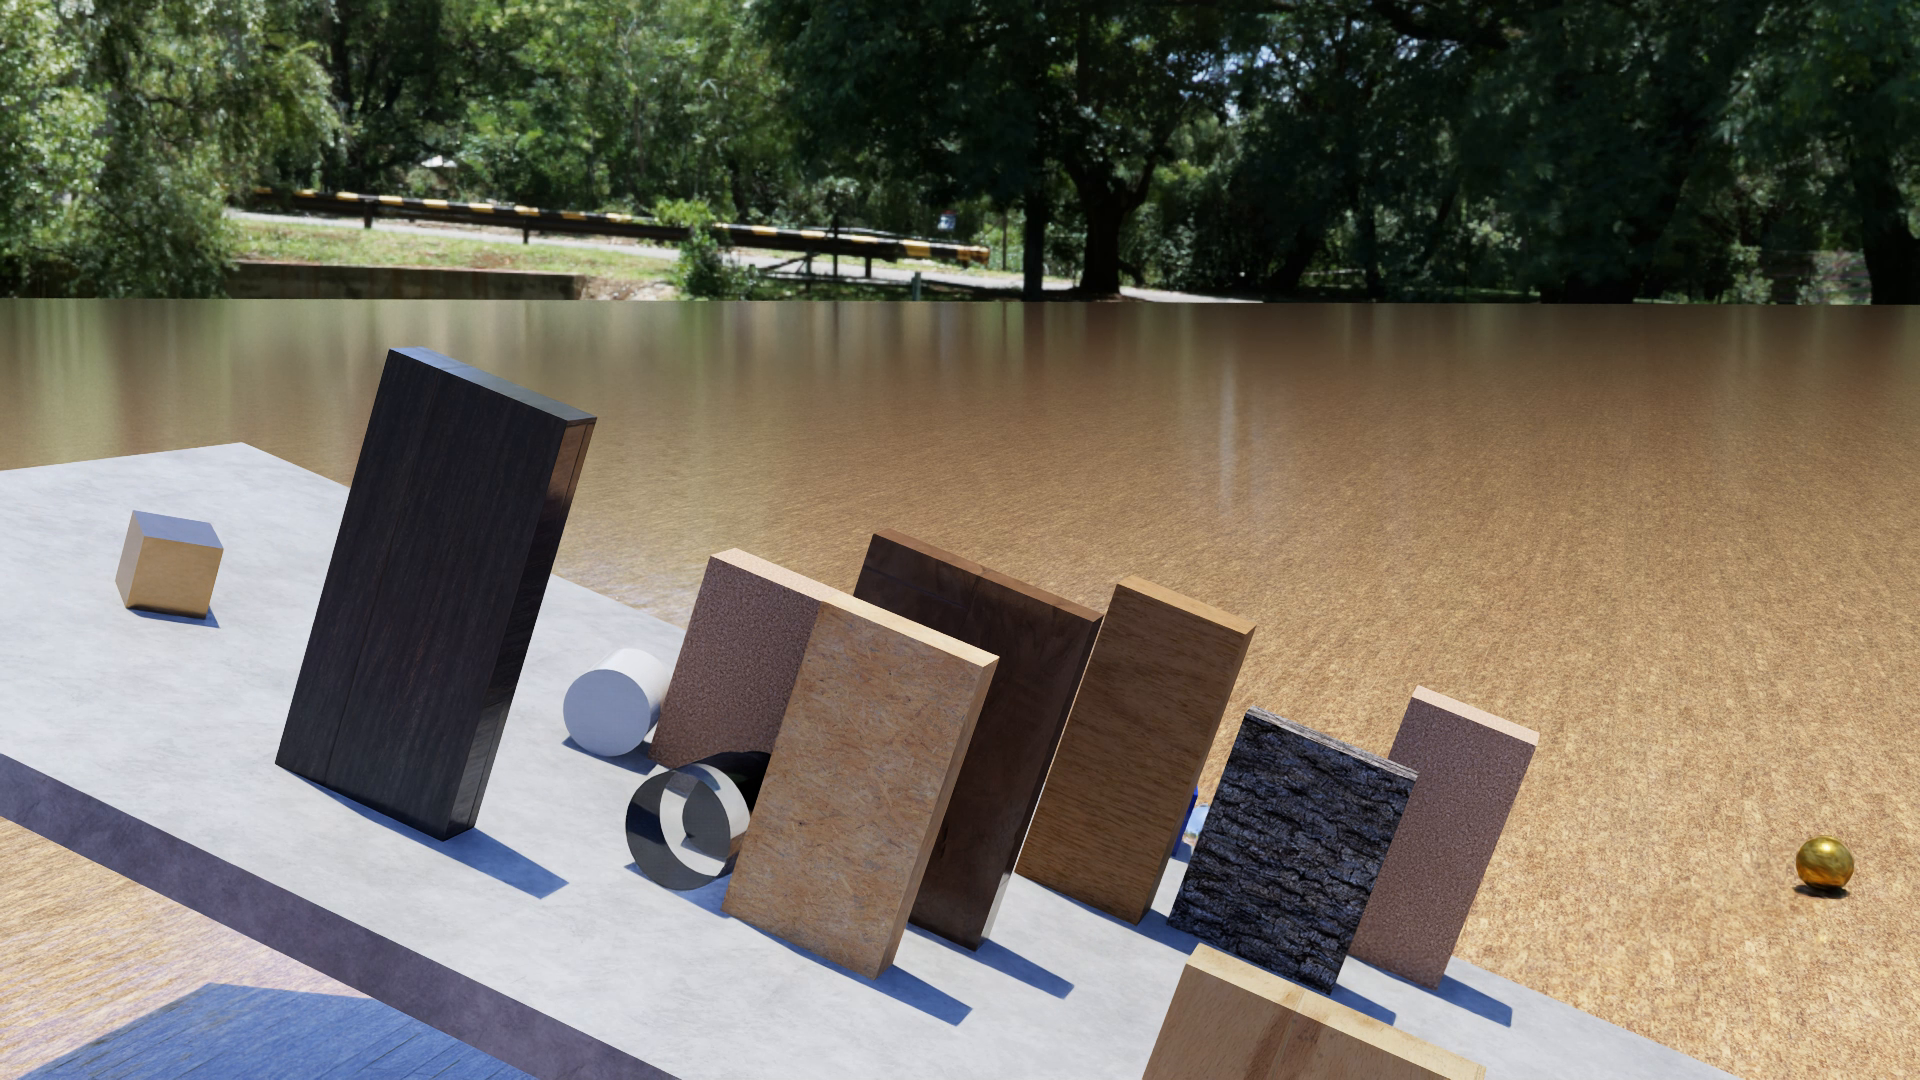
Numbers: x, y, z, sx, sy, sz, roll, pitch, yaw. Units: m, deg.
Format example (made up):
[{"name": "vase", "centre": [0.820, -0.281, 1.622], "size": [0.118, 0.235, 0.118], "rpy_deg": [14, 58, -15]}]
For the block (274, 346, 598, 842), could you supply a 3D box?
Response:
[{"name": "block", "centre": [-0.893, 0.091, 3.724], "size": [0.344, 0.759, 0.106], "rpy_deg": [22, 12, 14]}]

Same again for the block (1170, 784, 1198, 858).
[{"name": "block", "centre": [0.437, 0.596, 4.949], "size": [0.151, 0.151, 0.151], "rpy_deg": [19, 12, 1]}]

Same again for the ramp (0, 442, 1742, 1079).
[{"name": "ramp", "centre": [-0.342, 0.632, 4.216], "size": [4.000, 0.100, 2.000], "rpy_deg": [22, 12, 14]}]

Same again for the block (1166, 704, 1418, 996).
[{"name": "block", "centre": [0.665, 0.621, 4.414], "size": [0.354, 0.472, 0.086], "rpy_deg": [22, 12, 14]}]

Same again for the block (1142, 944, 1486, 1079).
[{"name": "block", "centre": [0.437, 0.859, 3.034], "size": [0.419, 0.463, 0.098], "rpy_deg": [22, 12, 14]}]

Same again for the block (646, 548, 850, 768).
[{"name": "block", "centre": [-0.358, 0.299, 4.373], "size": [0.405, 0.439, 0.126], "rpy_deg": [22, 12, 14]}]

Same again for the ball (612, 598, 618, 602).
[{"name": "ball", "centre": [-1.803, 0.399, 11.242], "size": [0.203, 0.203, 0.203], "rpy_deg": [0, 7, 0]}]

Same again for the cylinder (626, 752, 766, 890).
[{"name": "cylinder", "centre": [-0.450, 0.497, 3.908], "size": [0.210, 0.210, 0.210], "rpy_deg": [3, 6, 22]}]

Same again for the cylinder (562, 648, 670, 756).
[{"name": "cylinder", "centre": [-0.682, 0.323, 4.399], "size": [0.177, 0.177, 0.177], "rpy_deg": [1, 10, 7]}]

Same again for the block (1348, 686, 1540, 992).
[{"name": "block", "centre": [0.986, 0.627, 4.641], "size": [0.269, 0.568, 0.132], "rpy_deg": [22, 12, 14]}]

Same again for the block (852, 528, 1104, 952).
[{"name": "block", "centre": [-0.052, 0.364, 4.030], "size": [0.433, 0.656, 0.087], "rpy_deg": [22, 12, 14]}]

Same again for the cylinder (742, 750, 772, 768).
[{"name": "cylinder", "centre": [-0.399, 0.490, 4.177], "size": [0.143, 0.143, 0.143], "rpy_deg": [0, 11, 4]}]

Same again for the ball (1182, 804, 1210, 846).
[{"name": "ball", "centre": [0.783, 0.925, 6.907], "size": [0.190, 0.190, 0.190], "rpy_deg": [0, 7, 0]}]

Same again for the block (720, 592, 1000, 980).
[{"name": "block", "centre": [-0.174, 0.420, 3.765], "size": [0.299, 0.585, 0.098], "rpy_deg": [22, 12, 14]}]

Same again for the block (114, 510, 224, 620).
[{"name": "block", "centre": [-1.564, 0.049, 4.348], "size": [0.152, 0.152, 0.152], "rpy_deg": [11, 14, -32]}]

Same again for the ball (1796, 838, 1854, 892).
[{"name": "ball", "centre": [2.597, 0.975, 6.605], "size": [0.163, 0.163, 0.163], "rpy_deg": [0, 7, 0]}]

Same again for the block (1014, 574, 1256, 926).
[{"name": "block", "centre": [0.351, 0.421, 4.430], "size": [0.272, 0.637, 0.133], "rpy_deg": [22, 12, 14]}]
